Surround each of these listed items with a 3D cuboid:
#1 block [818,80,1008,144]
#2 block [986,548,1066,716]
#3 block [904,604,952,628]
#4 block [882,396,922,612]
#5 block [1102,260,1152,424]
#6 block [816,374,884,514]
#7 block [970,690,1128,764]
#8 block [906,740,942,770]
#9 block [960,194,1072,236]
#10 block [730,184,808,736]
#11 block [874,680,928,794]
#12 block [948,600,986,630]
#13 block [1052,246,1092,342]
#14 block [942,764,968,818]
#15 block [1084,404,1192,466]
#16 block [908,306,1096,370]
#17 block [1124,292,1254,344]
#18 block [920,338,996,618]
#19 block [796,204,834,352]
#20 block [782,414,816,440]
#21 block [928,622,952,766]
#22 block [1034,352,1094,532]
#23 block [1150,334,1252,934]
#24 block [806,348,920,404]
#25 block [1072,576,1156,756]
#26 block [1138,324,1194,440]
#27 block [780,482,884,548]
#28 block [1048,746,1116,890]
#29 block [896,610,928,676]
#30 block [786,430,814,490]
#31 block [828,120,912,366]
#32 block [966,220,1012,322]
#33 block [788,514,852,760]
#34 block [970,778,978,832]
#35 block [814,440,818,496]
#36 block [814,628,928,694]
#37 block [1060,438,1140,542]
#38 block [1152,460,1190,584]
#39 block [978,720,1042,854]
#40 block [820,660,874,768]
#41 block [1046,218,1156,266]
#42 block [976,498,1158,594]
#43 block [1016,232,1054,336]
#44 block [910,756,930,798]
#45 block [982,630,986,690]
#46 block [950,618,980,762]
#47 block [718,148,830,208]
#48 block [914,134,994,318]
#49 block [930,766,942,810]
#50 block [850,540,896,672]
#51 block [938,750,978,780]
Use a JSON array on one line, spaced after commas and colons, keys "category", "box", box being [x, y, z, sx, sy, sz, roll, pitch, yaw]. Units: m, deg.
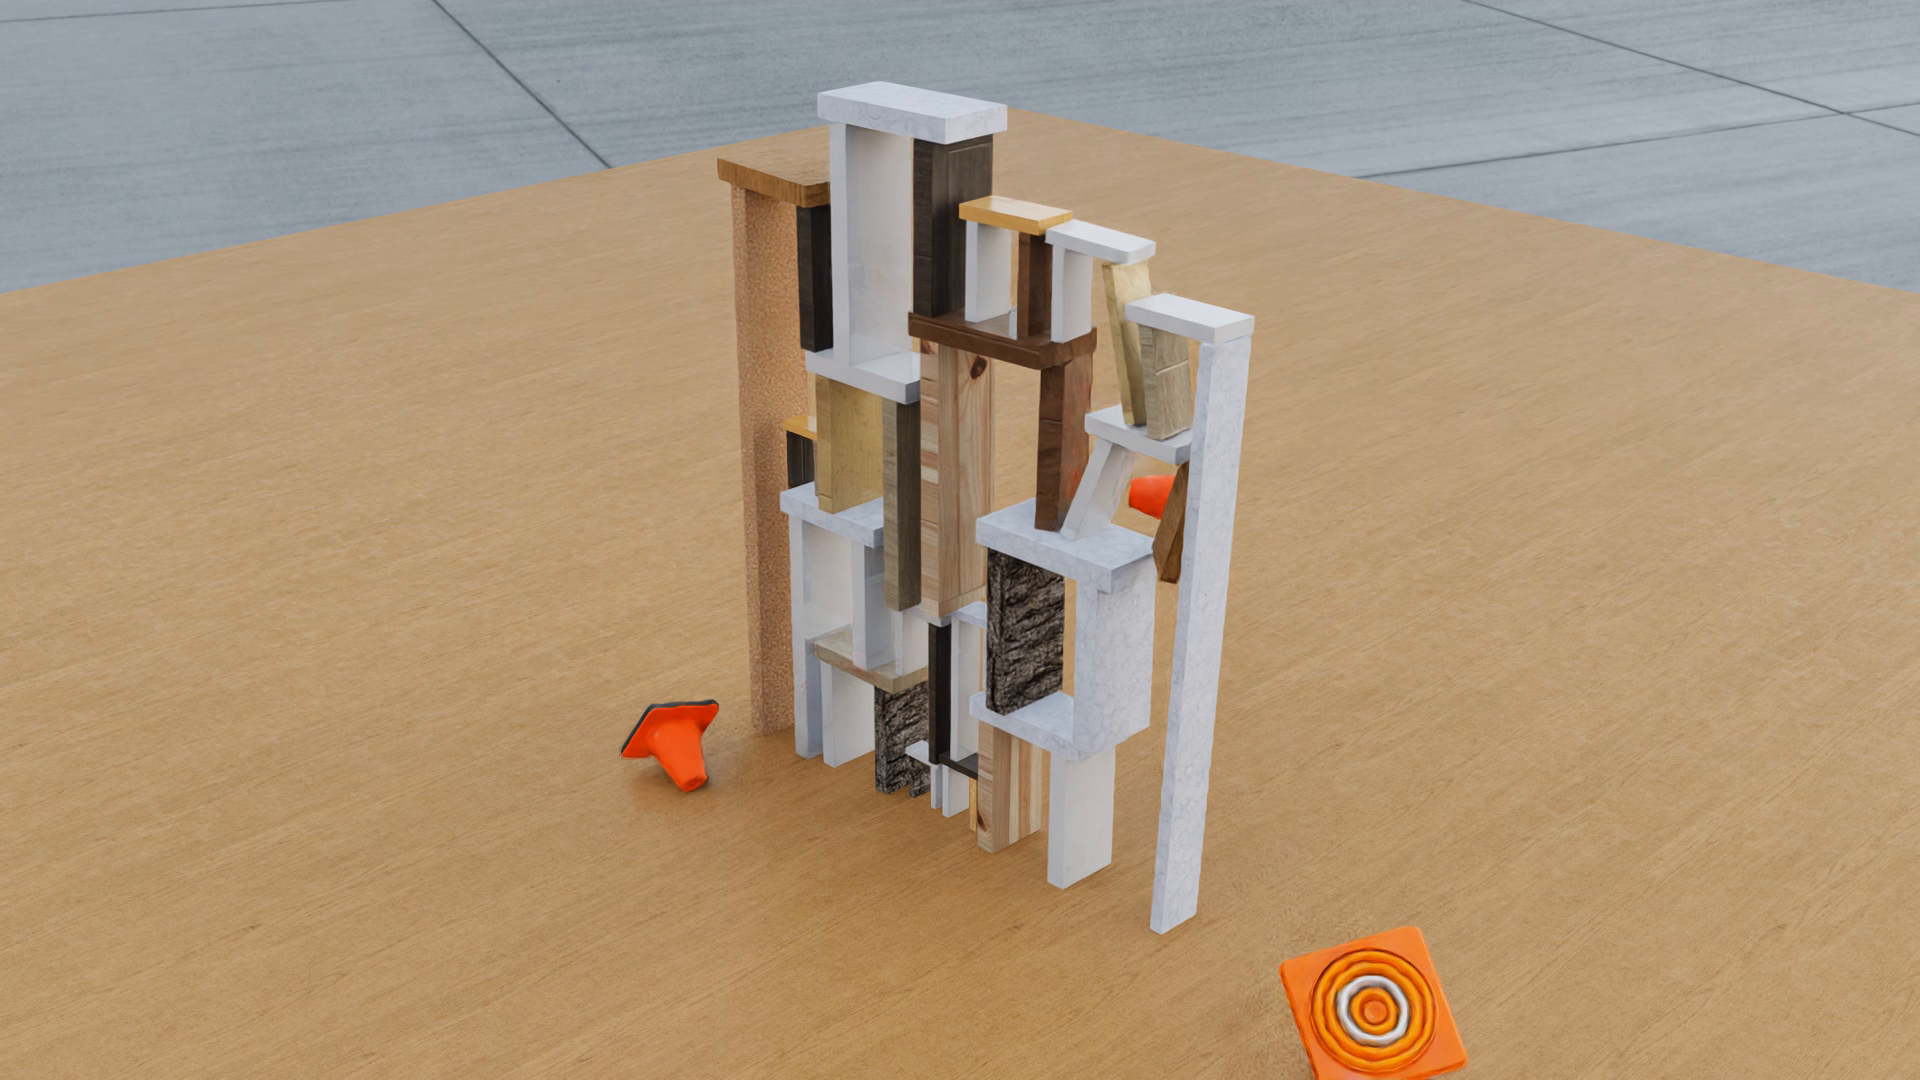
[{"category": "block", "box": [-0.089, -0.780, 4.002, 0.323, 0.046, 0.162, 20, 30, 39]}, {"category": "block", "box": [0.125, 0.151, 4.160, 0.047, 0.330, 0.165, 20, 29, 41]}, {"category": "block", "box": [-0.062, 0.131, 4.350, 0.073, 0.021, 0.147, -21, 31, -40]}, {"category": "block", "box": [-0.083, -0.085, 4.273, 0.143, 0.436, 0.040, -21, 31, -40]}, {"category": "block", "box": [0.303, -0.346, 3.802, 0.086, 0.282, 0.024, -16, 11, -38]}, {"category": "block", "box": [-0.217, -0.207, 4.368, 0.143, 0.285, 0.040, -21, 31, -41]}, {"category": "block", "box": [0.167, 0.339, 4.192, 0.280, 0.040, 0.140, 21, 30, 40]}, {"category": "block", "box": [-0.061, 0.437, 4.470, 0.048, 0.014, 0.095, -21, 31, -40]}, {"category": "block", "box": [0.098, -0.576, 3.897, 0.185, 0.026, 0.093, 19, 29, 38]}, {"category": "block", "box": [-0.383, -0.159, 4.580, 0.149, 1.215, 0.042, -21, 31, -41]}, {"category": "block", "box": [-0.120, 0.393, 4.527, 0.120, 0.239, 0.034, -21, 31, -41]}, {"category": "block", "box": [0.043, 0.145, 4.252, 0.127, 0.018, 0.063, 19, 29, 39]}, {"category": "block", "box": [0.197, -0.440, 3.862, 0.024, 0.171, 0.085, 17, 28, 35]}, {"category": "block", "box": [-0.008, 0.497, 4.440, 0.058, 0.117, 0.017, -21, 31, -41]}, {"category": "block", "box": [0.332, -0.186, 3.822, 0.110, 0.031, 0.220, -18, 29, -38]}, {"category": "block", "box": [0.075, -0.380, 4.002, 0.317, 0.045, 0.158, 19, 29, 39]}, {"category": "block", "box": [0.381, -0.370, 3.665, 0.099, 0.028, 0.198, -19, 29, -40]}, {"category": "block", "box": [-0.004, -0.132, 4.180, 0.045, 0.549, 0.158, 19, 29, 39]}, {"category": "block", "box": [-0.244, -0.527, 4.271, 0.149, 0.298, 0.042, -21, 30, -40]}, {"category": "block", "box": [-0.297, -0.226, 4.447, 0.060, 0.017, 0.121, -21, 31, -40]}, {"category": "block", "box": [-0.029, 0.297, 4.384, 0.073, 0.311, 0.021, -21, 31, -40]}, {"category": "block", "box": [0.191, -0.191, 4.019, 0.045, 0.317, 0.158, 10, 24, 20]}, {"category": "block", "box": [0.416, 0.190, 3.848, 0.099, 1.145, 0.028, -21, 33, -40]}, {"category": "block", "box": [-0.150, -0.330, 4.241, 0.143, 0.040, 0.285, -21, 31, -40]}, {"category": "block", "box": [0.282, 0.212, 4.017, 0.047, 0.330, 0.165, 20, 29, 40]}, {"category": "block", "box": [0.352, -0.280, 3.746, 0.028, 0.198, 0.099, 8, 22, 40]}, {"category": "block", "box": [-0.218, -0.059, 4.434, 0.279, 0.040, 0.139, 21, 31, 41]}, {"category": "block", "box": [0.232, 0.513, 4.192, 0.040, 0.280, 0.140, 21, 30, 41]}, {"category": "block", "box": [-0.096, 0.194, 4.416, 0.073, 0.147, 0.021, -21, 31, -40]}, {"category": "block", "box": [-0.325, 0.098, 4.617, 0.017, 0.712, 0.060, 21, 31, 41]}, {"category": "block", "box": [-0.167, -0.573, 4.166, 0.162, 0.464, 0.046, -20, 30, -40]}, {"category": "block", "box": [0.051, -0.494, 3.976, 0.026, 0.185, 0.093, 20, 30, 38]}, {"category": "block", "box": [-0.285, 0.187, 4.612, 0.140, 0.552, 0.040, -21, 31, -40]}, {"category": "block", "box": [0.047, 0.518, 4.389, 0.017, 0.117, 0.059, 21, 31, 41]}, {"category": "block", "box": [-0.267, -0.151, 4.447, 0.060, 0.121, 0.017, -21, 30, -40]}, {"category": "block", "box": [-0.176, 0.245, 4.526, 0.120, 0.034, 0.239, -21, 31, -40]}, {"category": "block", "box": [0.259, -0.105, 3.945, 0.031, 0.220, 0.110, 40, 39, 25]}, {"category": "block", "box": [0.386, -0.046, 3.838, 0.031, 0.220, 0.110, 10, 33, -10]}, {"category": "block", "box": [0.099, 0.462, 4.312, 0.040, 0.280, 0.140, 21, 31, 41]}, {"category": "block", "box": [-0.234, 0.348, 4.633, 0.120, 0.239, 0.034, -21, 30, -40]}, {"category": "block", "box": [0.242, -0.514, 3.797, 0.171, 0.024, 0.085, 21, 30, 31]}, {"category": "block", "box": [0.205, 0.006, 4.018, 0.330, 0.047, 0.165, 21, 30, 40]}, {"category": "block", "box": [0.143, -0.463, 3.899, 0.026, 0.185, 0.093, 20, 29, 38]}, {"category": "block", "box": [-0.082, 0.478, 4.512, 0.048, 0.095, 0.014, -21, 31, -41]}, {"category": "block", "box": [0.072, 0.222, 4.254, 0.018, 0.127, 0.063, 21, 30, 40]}, {"category": "block", "box": [0.011, 0.286, 4.343, 0.018, 0.313, 0.063, 20, 30, 38]}, {"category": "block", "box": [-0.323, -0.702, 4.249, 0.149, 0.042, 0.298, -17, 29, -35]}, {"category": "block", "box": [-0.013, -0.581, 4.007, 0.046, 0.323, 0.162, 20, 29, 38]}, {"category": "block", "box": [-0.037, 0.496, 4.471, 0.048, 0.095, 0.014, -21, 31, -40]}, {"category": "block", "box": [-0.152, 0.112, 4.438, 0.140, 0.279, 0.040, -20, 30, -39]}, {"category": "block", "box": [0.019, 0.446, 4.389, 0.058, 0.017, 0.117, -21, 31, -41]}]
